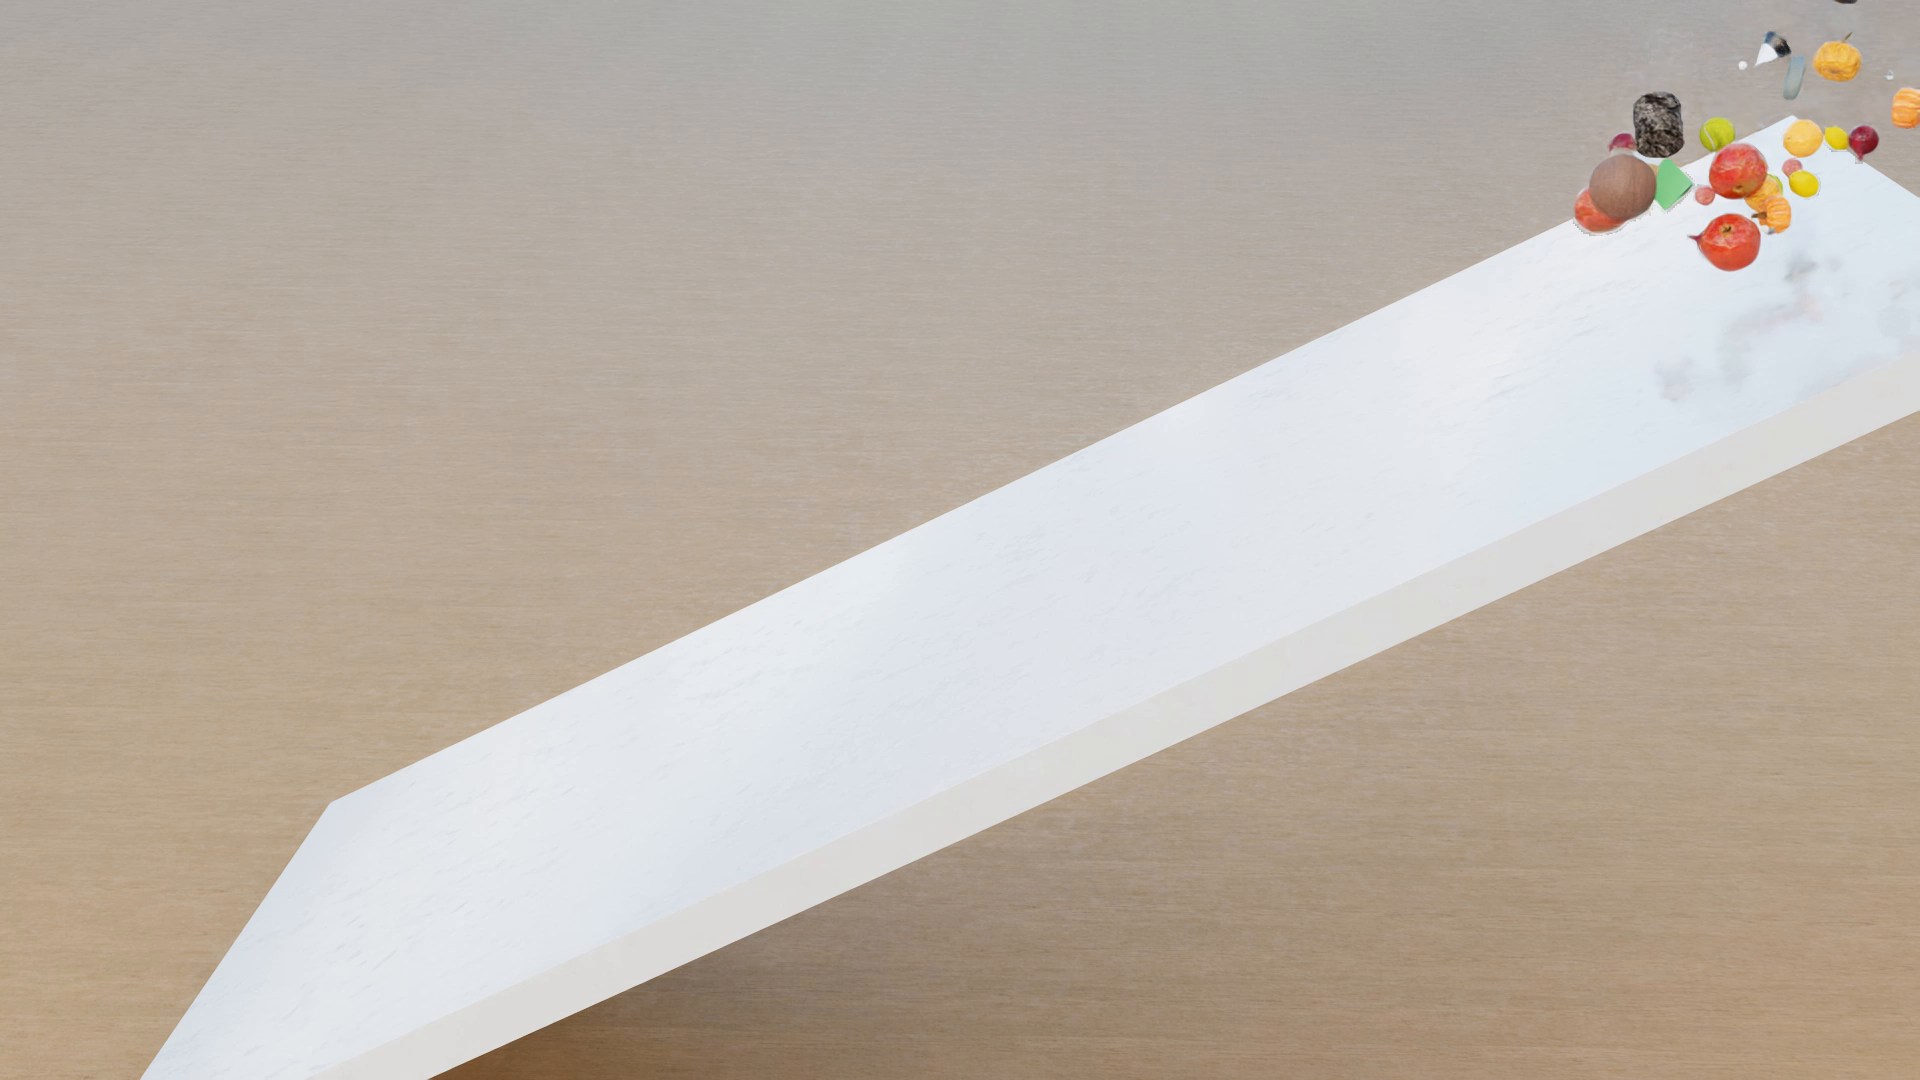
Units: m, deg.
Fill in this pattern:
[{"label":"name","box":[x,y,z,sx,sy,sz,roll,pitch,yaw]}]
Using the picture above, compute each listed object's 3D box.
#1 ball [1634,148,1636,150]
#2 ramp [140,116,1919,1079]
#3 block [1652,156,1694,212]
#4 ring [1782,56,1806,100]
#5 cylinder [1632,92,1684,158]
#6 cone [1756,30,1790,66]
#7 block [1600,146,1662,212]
[{"label":"ball","box":[1.409,-0.787,6.038,0.058,0.058,0.058,0,17,0]},{"label":"ramp","box":[0.139,0.168,6.281,4.000,0.100,2.000,-25,14,10]},{"label":"block","box":[1.459,-0.734,6.071,0.077,0.077,0.077,47,13,8]},{"label":"ring","box":[1.709,-0.946,6.026,0.031,0.092,0.092,14,19,10]},{"label":"cylinder","box":[1.371,-0.815,5.777,0.092,0.092,0.092,1,61,3]},{"label":"cone","box":[1.625,-0.978,5.924,0.066,0.066,0.066,-45,28,-6]},{"label":"block","box":[1.354,-0.728,5.936,0.099,0.099,0.099,13,22,12]}]
